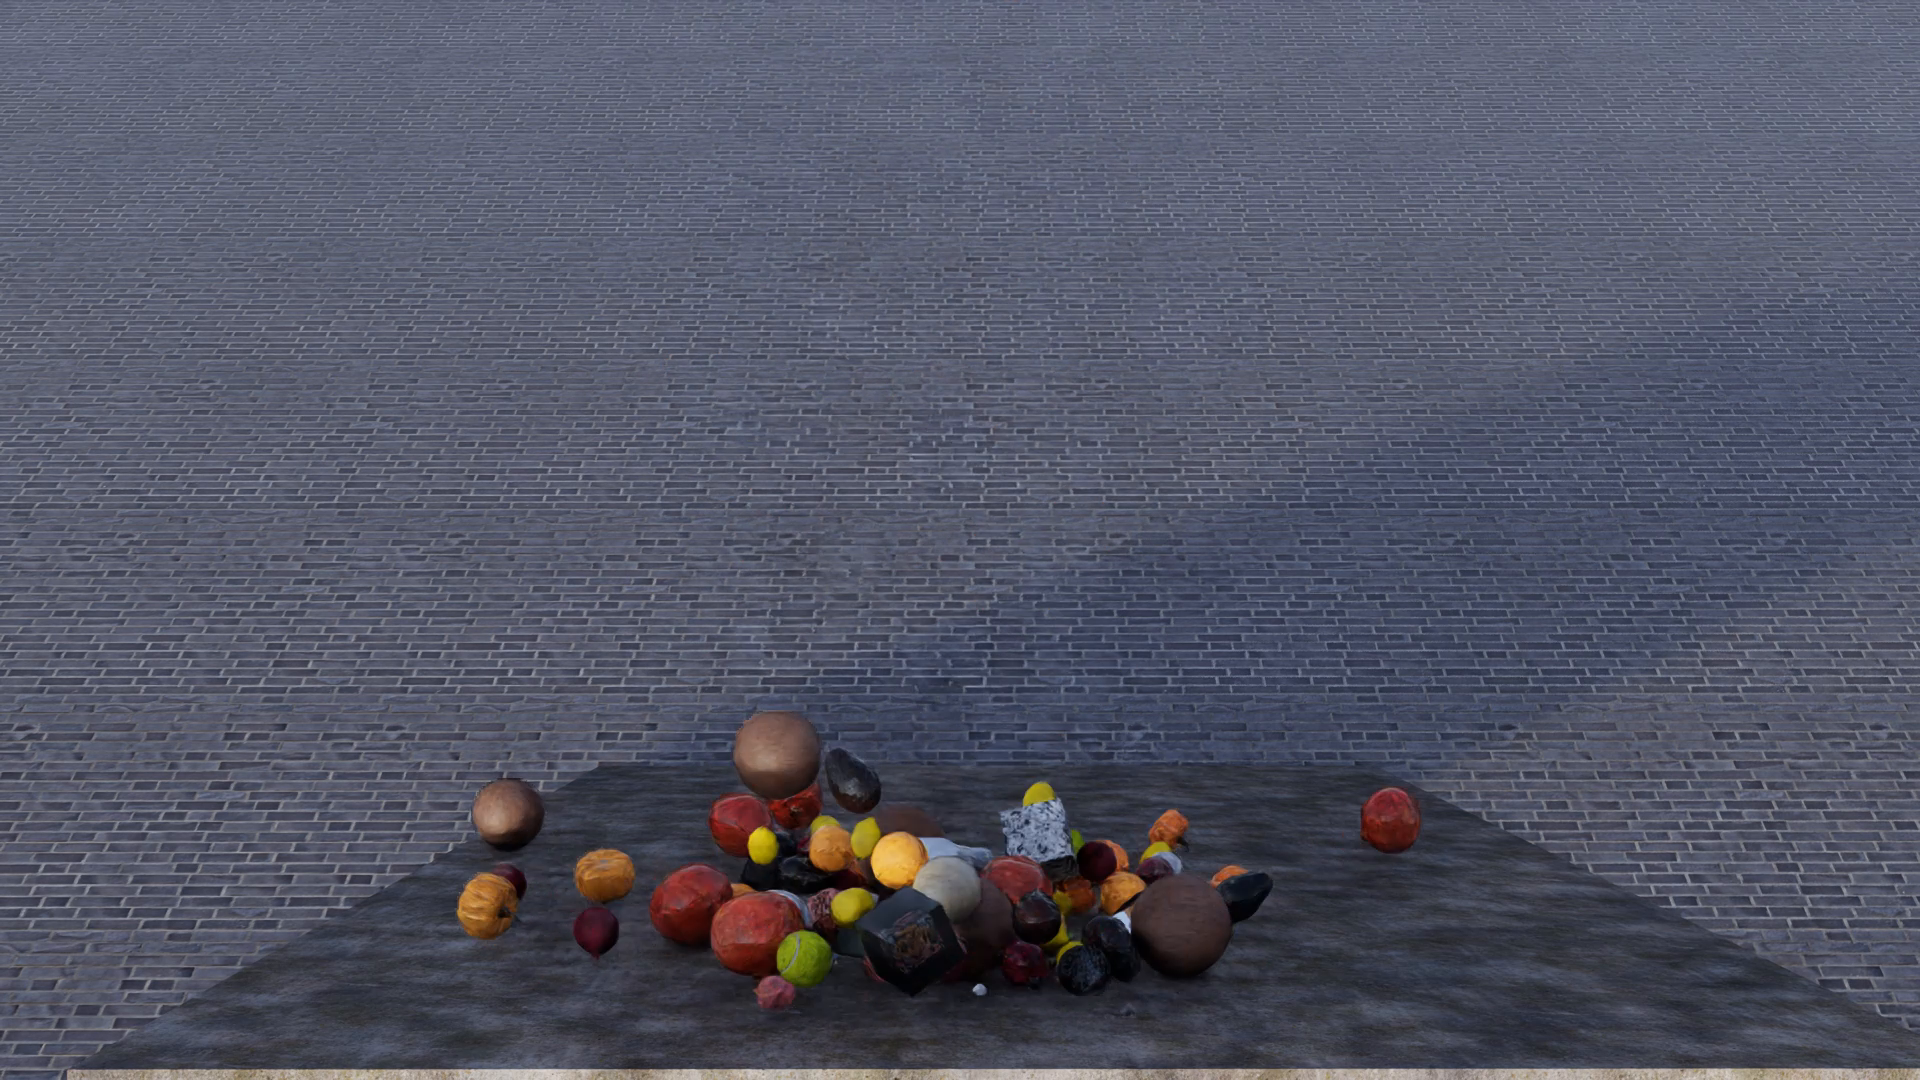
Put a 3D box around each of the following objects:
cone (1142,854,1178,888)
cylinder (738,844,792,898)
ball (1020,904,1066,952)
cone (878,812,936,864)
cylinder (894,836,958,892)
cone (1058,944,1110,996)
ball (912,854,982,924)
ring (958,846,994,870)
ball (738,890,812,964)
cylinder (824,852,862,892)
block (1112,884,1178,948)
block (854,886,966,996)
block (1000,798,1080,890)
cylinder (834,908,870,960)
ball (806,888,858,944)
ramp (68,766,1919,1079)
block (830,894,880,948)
[{"bbox_3d":[0.333,0.548,4.192,0.063,0.063,0.063,-7,13,-11],"label":"cone"},{"bbox_3d":[-0.302,0.515,4.002,0.065,0.065,0.065,20,22,-8],"label":"cylinder"},{"bbox_3d":[0.114,0.526,3.511,0.063,0.063,0.063,0,31,0],"label":"ball"},{"bbox_3d":[-0.081,0.503,4.456,0.092,0.092,0.092,-9,32,-20],"label":"cone"},{"bbox_3d":[-0.043,0.455,3.475,0.085,0.085,0.085,-2,19,1],"label":"cylinder"},{"bbox_3d":[0.151,0.528,3.111,0.065,0.065,0.065,0,9,0],"label":"cone"},{"bbox_3d":[-0.016,0.433,3.210,0.086,0.086,0.086,0,31,0],"label":"ball"},{"bbox_3d":[0.002,0.546,4.450,0.110,0.037,0.110,0,-4,0],"label":"ring"},{"bbox_3d":[-0.242,0.508,3.409,0.097,0.097,0.097,0,31,0],"label":"ball"},{"bbox_3d":[-0.186,0.527,4.105,0.056,0.056,0.056,2,73,-6],"label":"cylinder"},{"bbox_3d":[0.249,0.507,3.490,0.053,0.053,0.053,-36,89,-36],"label":"block"},{"bbox_3d":[-0.060,0.470,3.039,0.080,0.080,0.080,-33,25,-23],"label":"block"},{"bbox_3d":[0.117,0.445,3.787,0.090,0.090,0.090,-14,62,4],"label":"block"},{"bbox_3d":[-0.129,0.509,3.332,0.056,0.056,0.056,15,32,-1],"label":"cylinder"},{"bbox_3d":[-0.175,0.509,3.506,0.075,0.075,0.075,0,31,0],"label":"ball"},{"bbox_3d":[0.070,0.617,4.695,2.000,0.100,4.000,0,0,0],"label":"ramp"},{"bbox_3d":[-0.145,0.526,3.575,0.064,0.064,0.064,0,0,0],"label":"block"}]
